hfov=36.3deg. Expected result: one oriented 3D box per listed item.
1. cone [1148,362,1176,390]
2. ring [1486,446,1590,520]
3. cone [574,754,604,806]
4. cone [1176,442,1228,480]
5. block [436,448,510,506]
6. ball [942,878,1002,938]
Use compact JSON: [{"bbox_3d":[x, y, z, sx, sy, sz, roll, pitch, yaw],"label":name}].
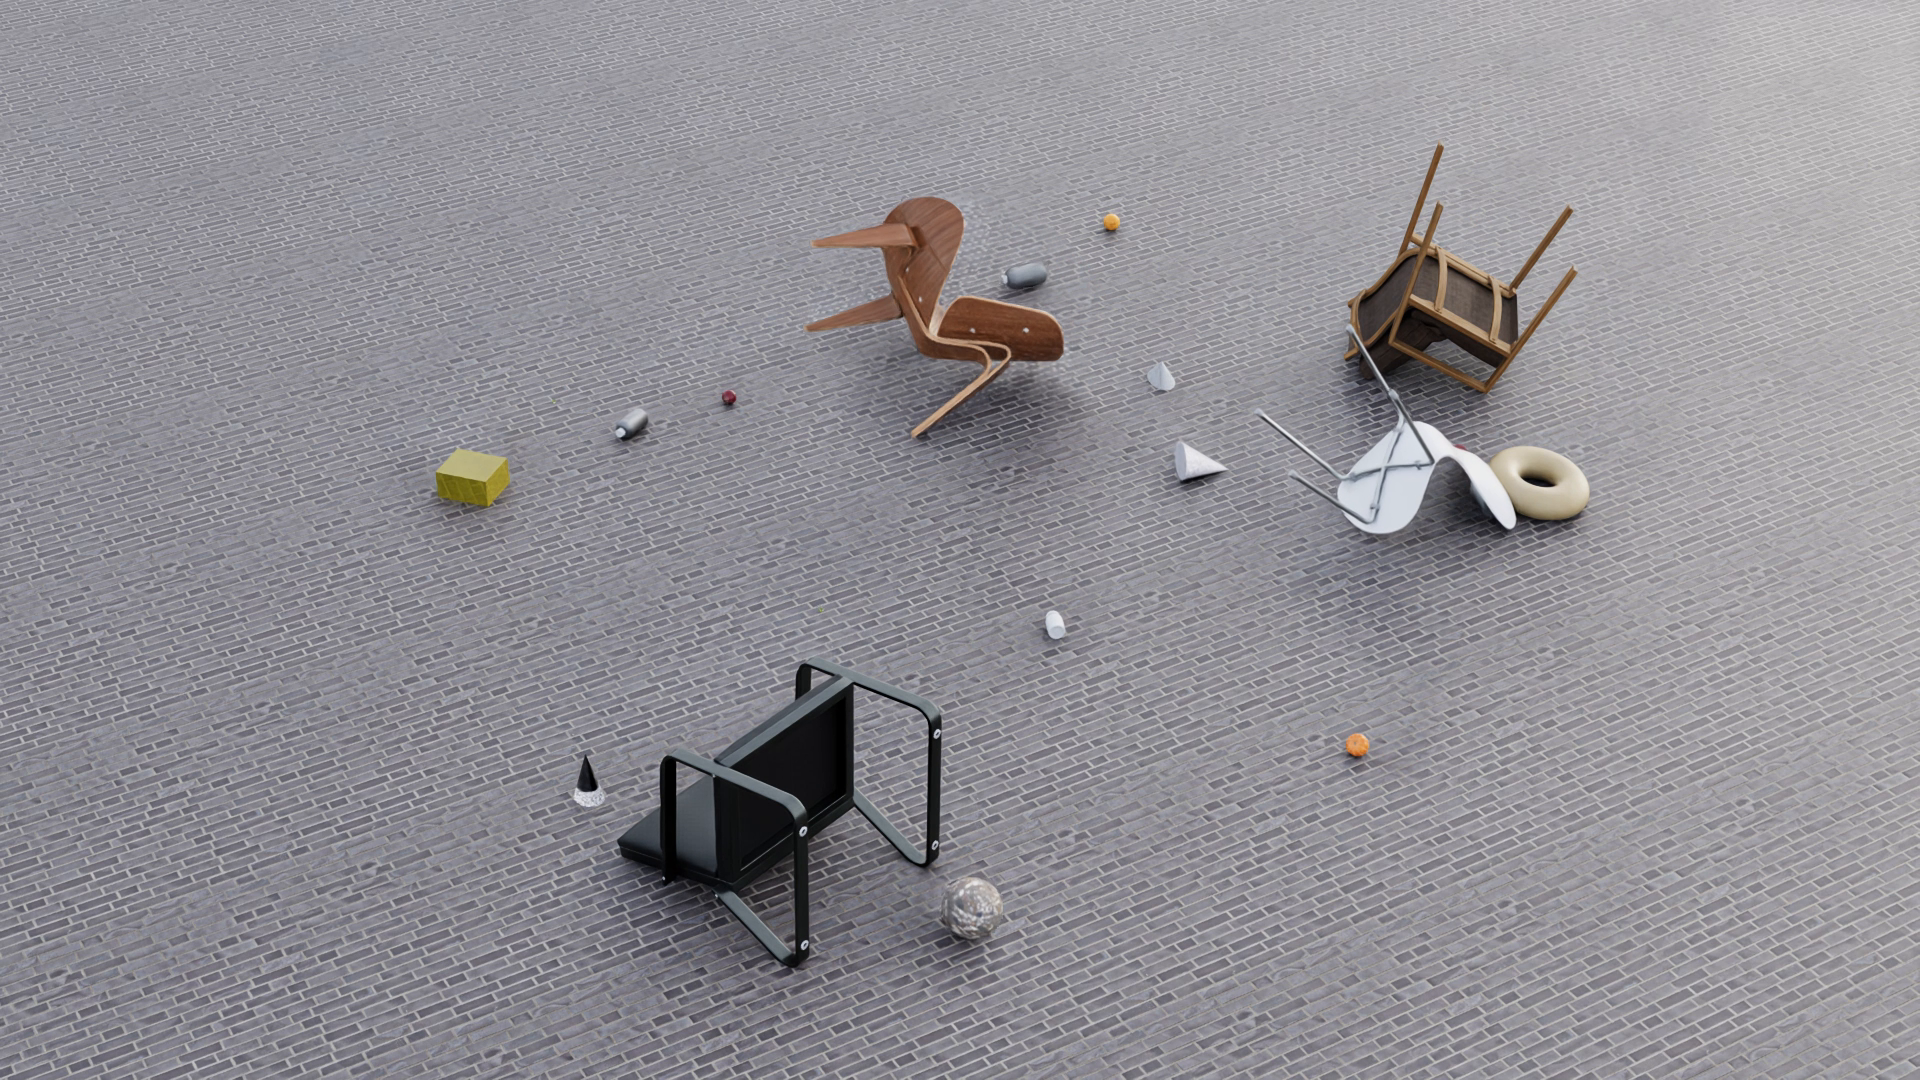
[{"bbox_3d":[0.819,-0.689,11.912,0.104,0.087,0.177,-8,34,-12],"label":"cone"},{"bbox_3d":[2.202,-0.218,11.173,0.361,0.115,0.451,-14,37,-20],"label":"ring"},{"bbox_3d":[-1.221,0.771,9.609,0.111,0.182,0.094,26,41,33],"label":"cone"},{"bbox_3d":[0.947,-0.290,11.339,0.197,0.103,0.239,10,32,-12],"label":"cone"},{"bbox_3d":[-1.862,-0.239,11.205,0.212,0.112,0.181,11,35,16],"label":"block"},{"bbox_3d":[0.036,1.135,9.050,0.188,0.188,0.188,0,33,0],"label":"ball"}]
